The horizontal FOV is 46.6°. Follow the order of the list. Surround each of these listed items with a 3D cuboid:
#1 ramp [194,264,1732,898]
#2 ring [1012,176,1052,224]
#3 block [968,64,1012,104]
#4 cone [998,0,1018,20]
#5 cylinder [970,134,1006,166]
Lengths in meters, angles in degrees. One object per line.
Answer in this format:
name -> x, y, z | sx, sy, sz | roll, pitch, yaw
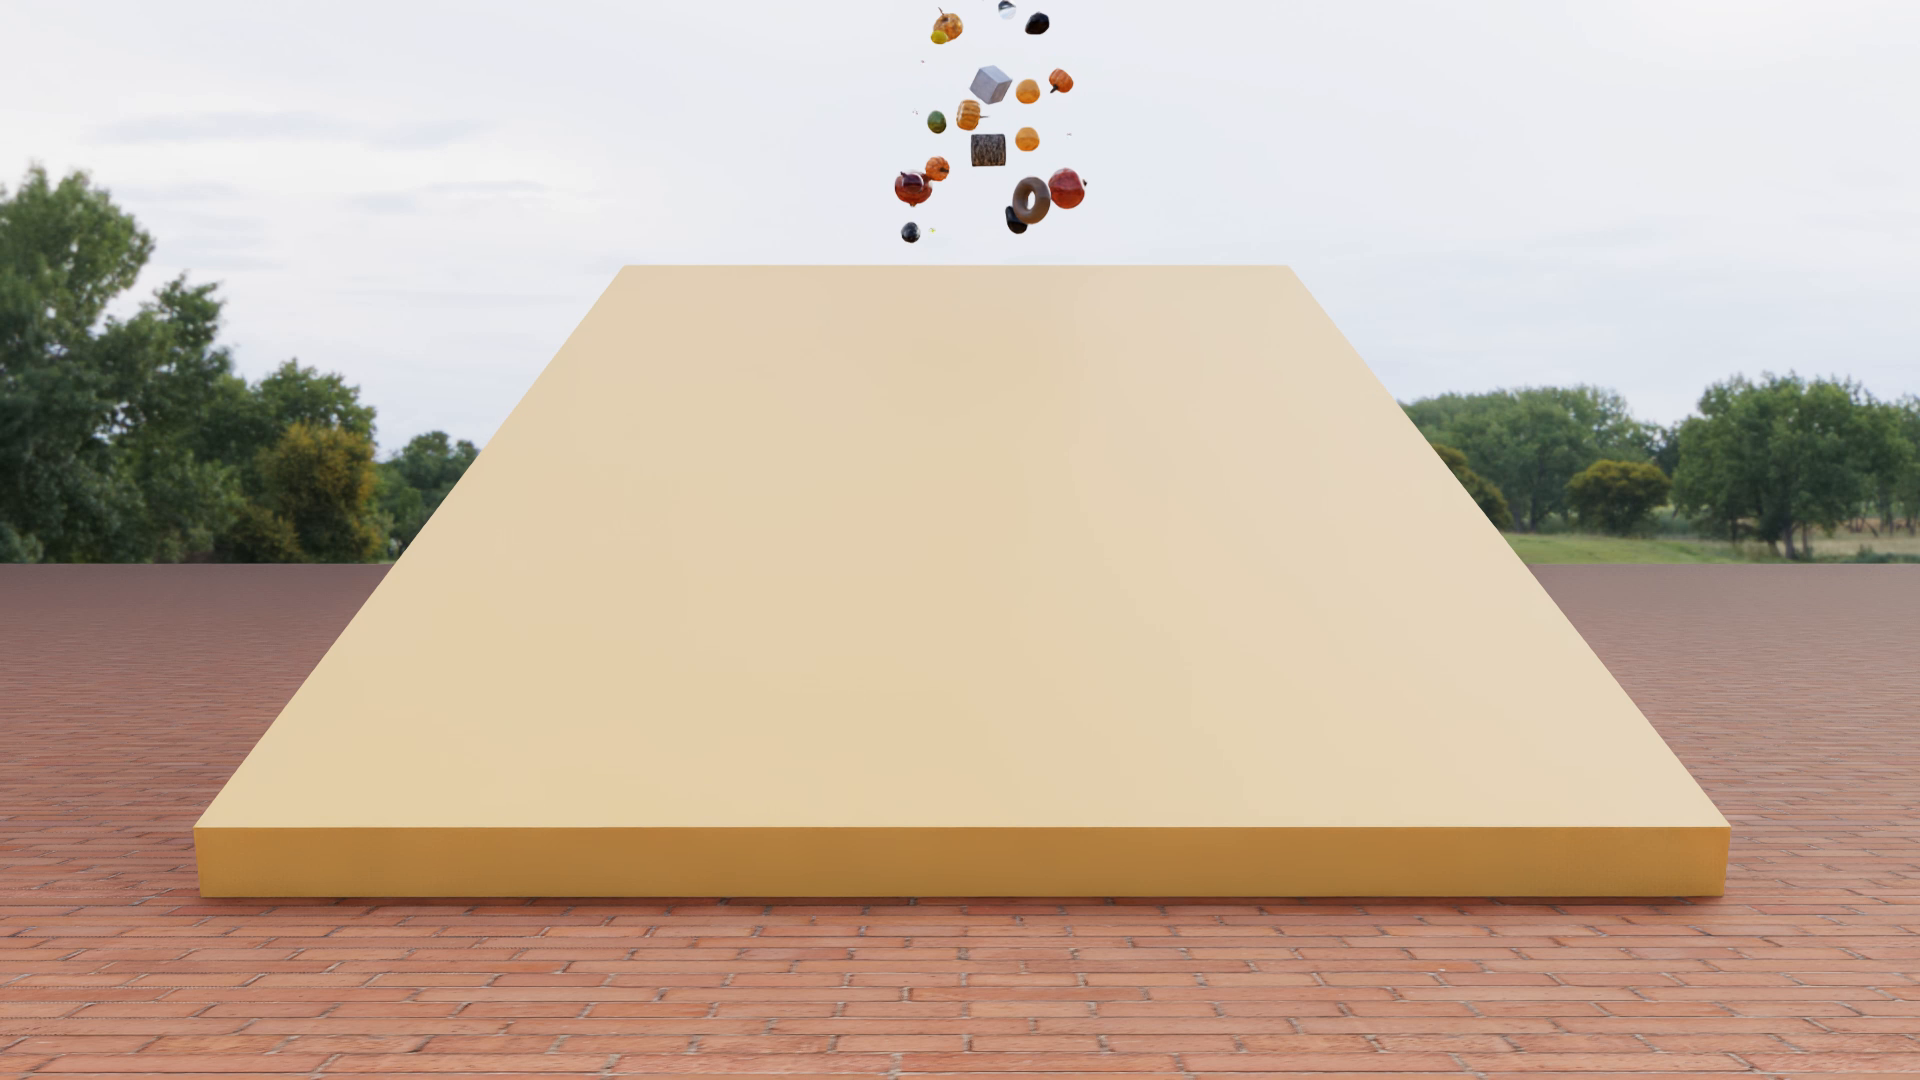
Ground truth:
ramp -> -0.003, -0.180, 4.821 | 2.000, 0.100, 4.000 | 0, 17, 0
ring -> 0.201, -0.954, 6.254 | 0.046, 0.137, 0.137 | -2, 1, -43
block -> 0.090, -1.327, 6.497 | 0.077, 0.077, 0.077 | 42, 37, 17
cone -> 0.154, -1.573, 6.589 | 0.062, 0.062, 0.062 | 0, -2, -30
cylinder -> 0.082, -1.133, 6.476 | 0.094, 0.094, 0.094 | -2, 0, -5
